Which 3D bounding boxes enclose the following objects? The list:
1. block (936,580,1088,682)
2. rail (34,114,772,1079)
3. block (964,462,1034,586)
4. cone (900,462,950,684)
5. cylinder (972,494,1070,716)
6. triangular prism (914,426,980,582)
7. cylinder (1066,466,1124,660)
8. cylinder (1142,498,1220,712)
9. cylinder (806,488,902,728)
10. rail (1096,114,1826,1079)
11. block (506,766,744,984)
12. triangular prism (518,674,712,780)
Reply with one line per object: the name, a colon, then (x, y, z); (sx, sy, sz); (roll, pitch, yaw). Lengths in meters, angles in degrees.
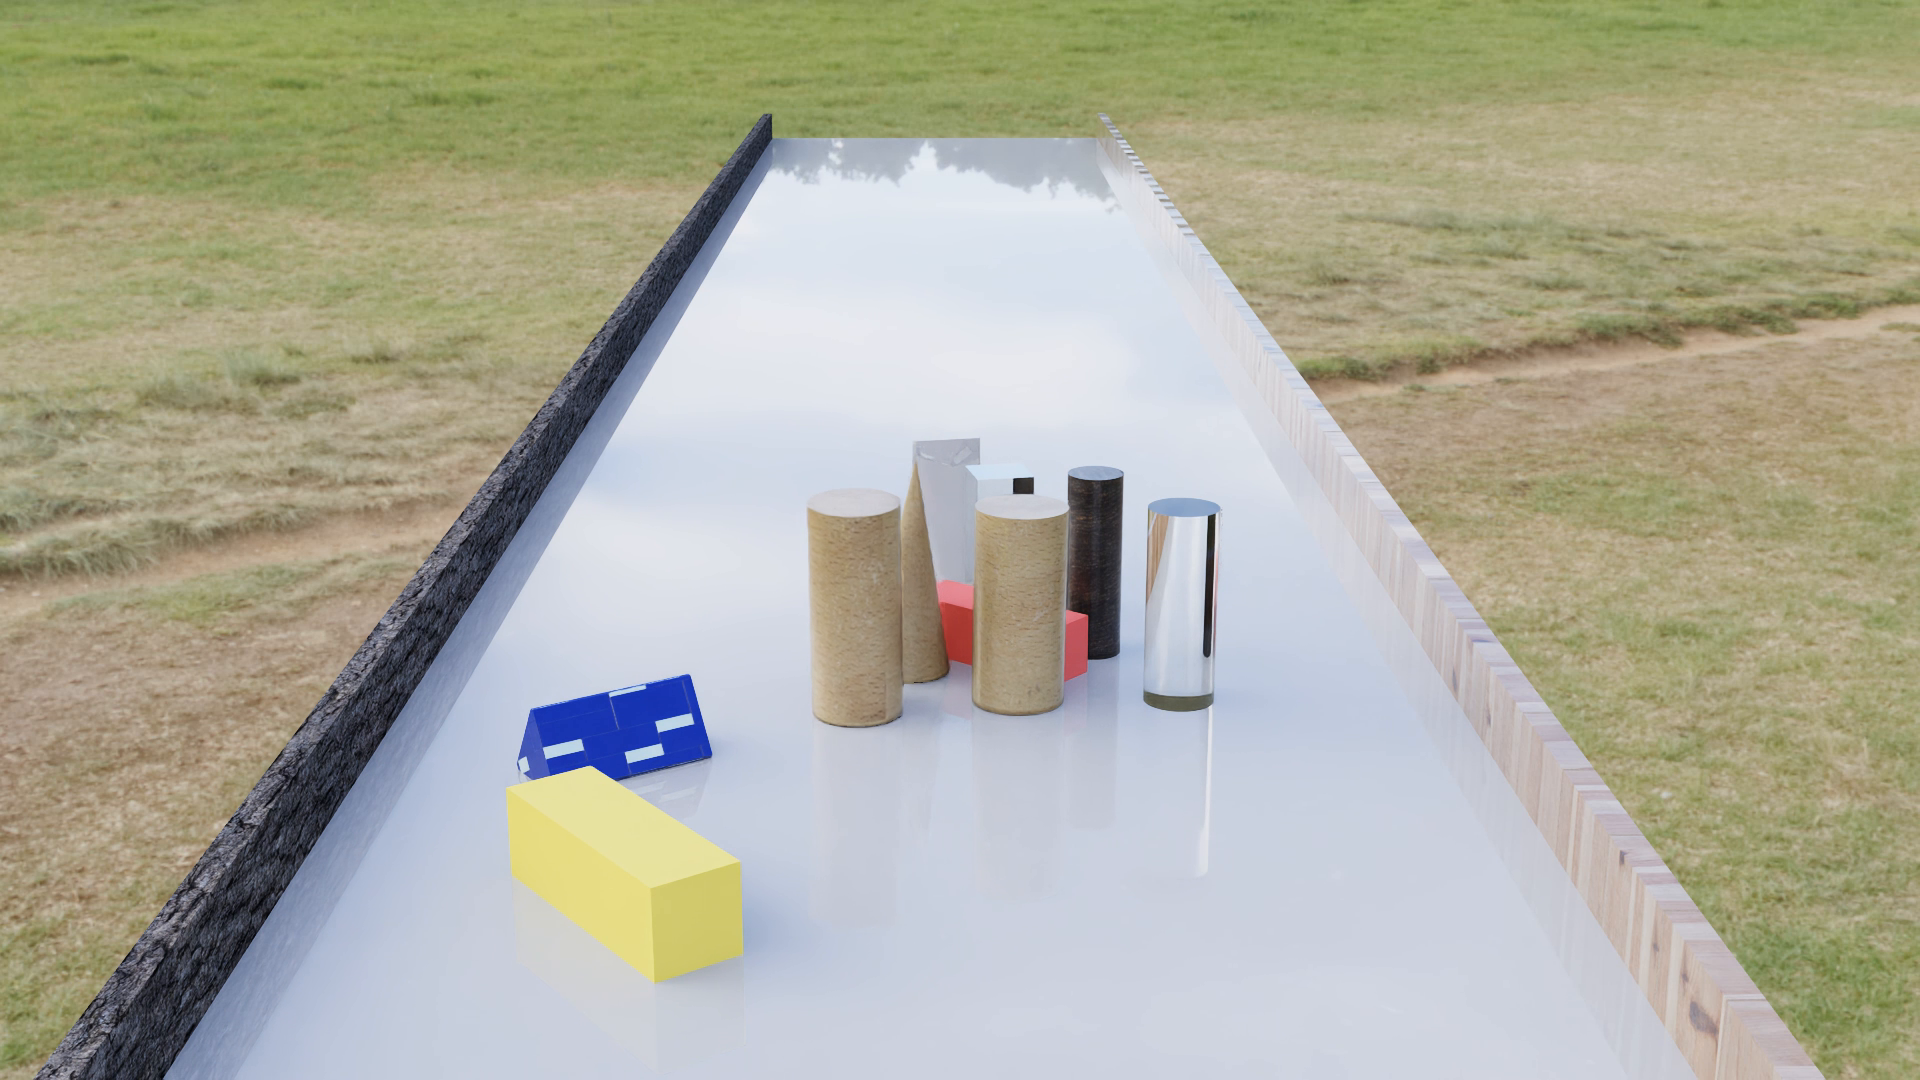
block: (0.074, 0.184, 4.401); (0.364, 0.118, 0.118); (13, 21, 38)
rail: (-1.118, -0.838, 7.780); (0.050, 0.150, 12.000); (0, 17, -1)
block: (0.082, 0.005, 4.663); (0.120, 0.312, 0.120); (-4, 17, -12)
cone: (-0.094, 0.047, 4.280); (0.170, 0.436, 0.170); (3, 21, -1)
cylinder: (0.113, 0.120, 4.148); (0.176, 0.381, 0.176); (1, 16, 0)
triangular prism: (-0.041, -0.080, 4.917); (0.147, 0.330, 0.127); (-3, 17, -11)
cylinder: (0.270, 0.046, 4.417); (0.111, 0.374, 0.111); (0, 17, 0)
cylinder: (0.418, 0.122, 4.149); (0.136, 0.381, 0.136); (0, 17, 0)
cylinder: (-0.193, 0.125, 4.073); (0.171, 0.411, 0.171); (0, 19, 0)
rail: (0.932, -0.844, 7.801); (0.050, 0.150, 12.000); (0, 17, -1)
block: (-0.510, 0.494, 3.308); (0.148, 0.148, 0.450); (-12, 20, -36)
triangular prism: (-0.610, 0.329, 3.875); (0.305, 0.133, 0.154); (-11, 20, -33)
